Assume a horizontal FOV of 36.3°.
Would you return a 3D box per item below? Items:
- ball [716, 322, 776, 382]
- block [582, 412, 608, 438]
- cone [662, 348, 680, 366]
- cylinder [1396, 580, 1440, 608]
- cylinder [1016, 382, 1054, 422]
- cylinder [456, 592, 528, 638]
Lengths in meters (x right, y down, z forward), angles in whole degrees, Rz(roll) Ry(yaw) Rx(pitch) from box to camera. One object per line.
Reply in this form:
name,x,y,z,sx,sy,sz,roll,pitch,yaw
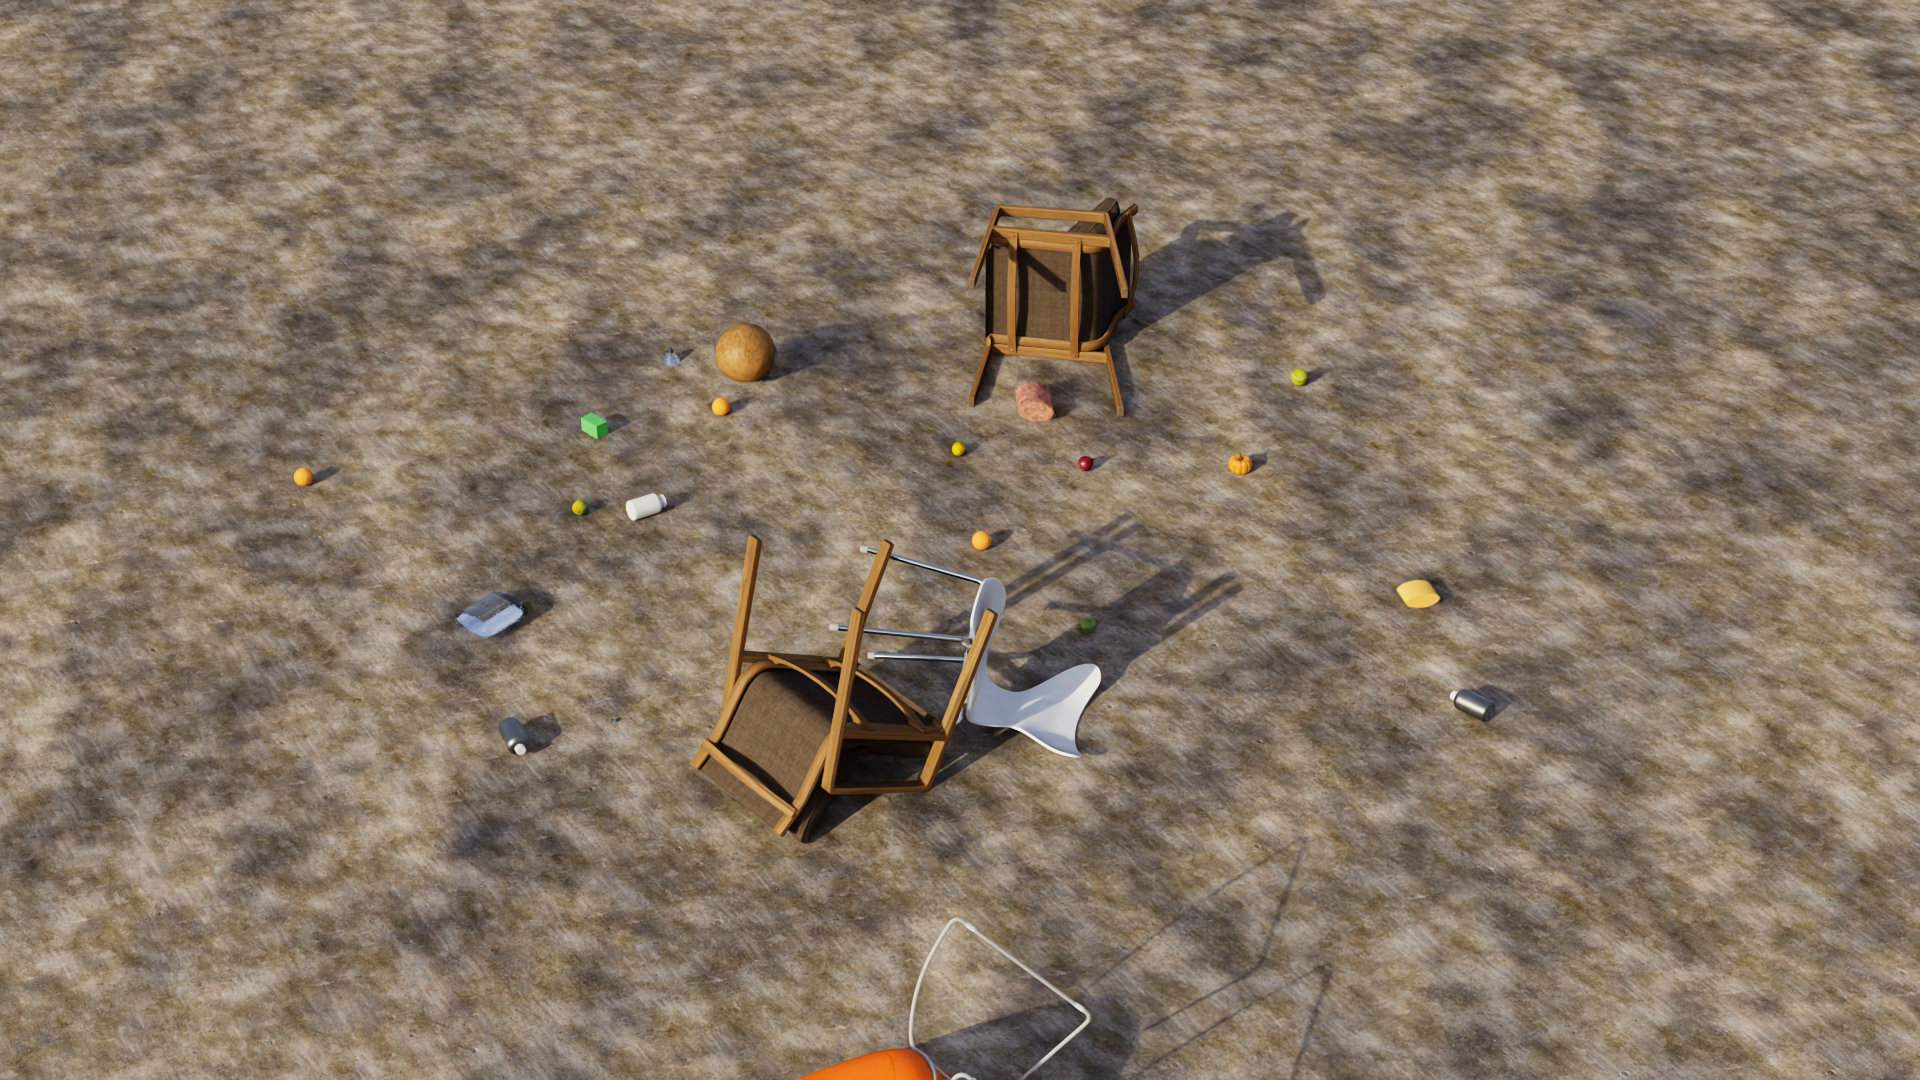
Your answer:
ball,-0.867,-0.759,11.876,0.242,0.242,0.242,0,33,0
block,-1.443,-0.451,11.577,0.055,0.058,0.097,-29,43,-36
cone,-1.189,-0.767,12.048,0.073,0.067,0.096,-7,34,-10
cylinder,1.656,0.195,10.595,0.130,0.058,0.092,-8,34,-13
cylinder,0.298,-0.552,11.701,0.138,0.088,0.163,5,33,-8
cylinder,-1.671,0.265,10.476,0.192,0.072,0.176,21,39,32
